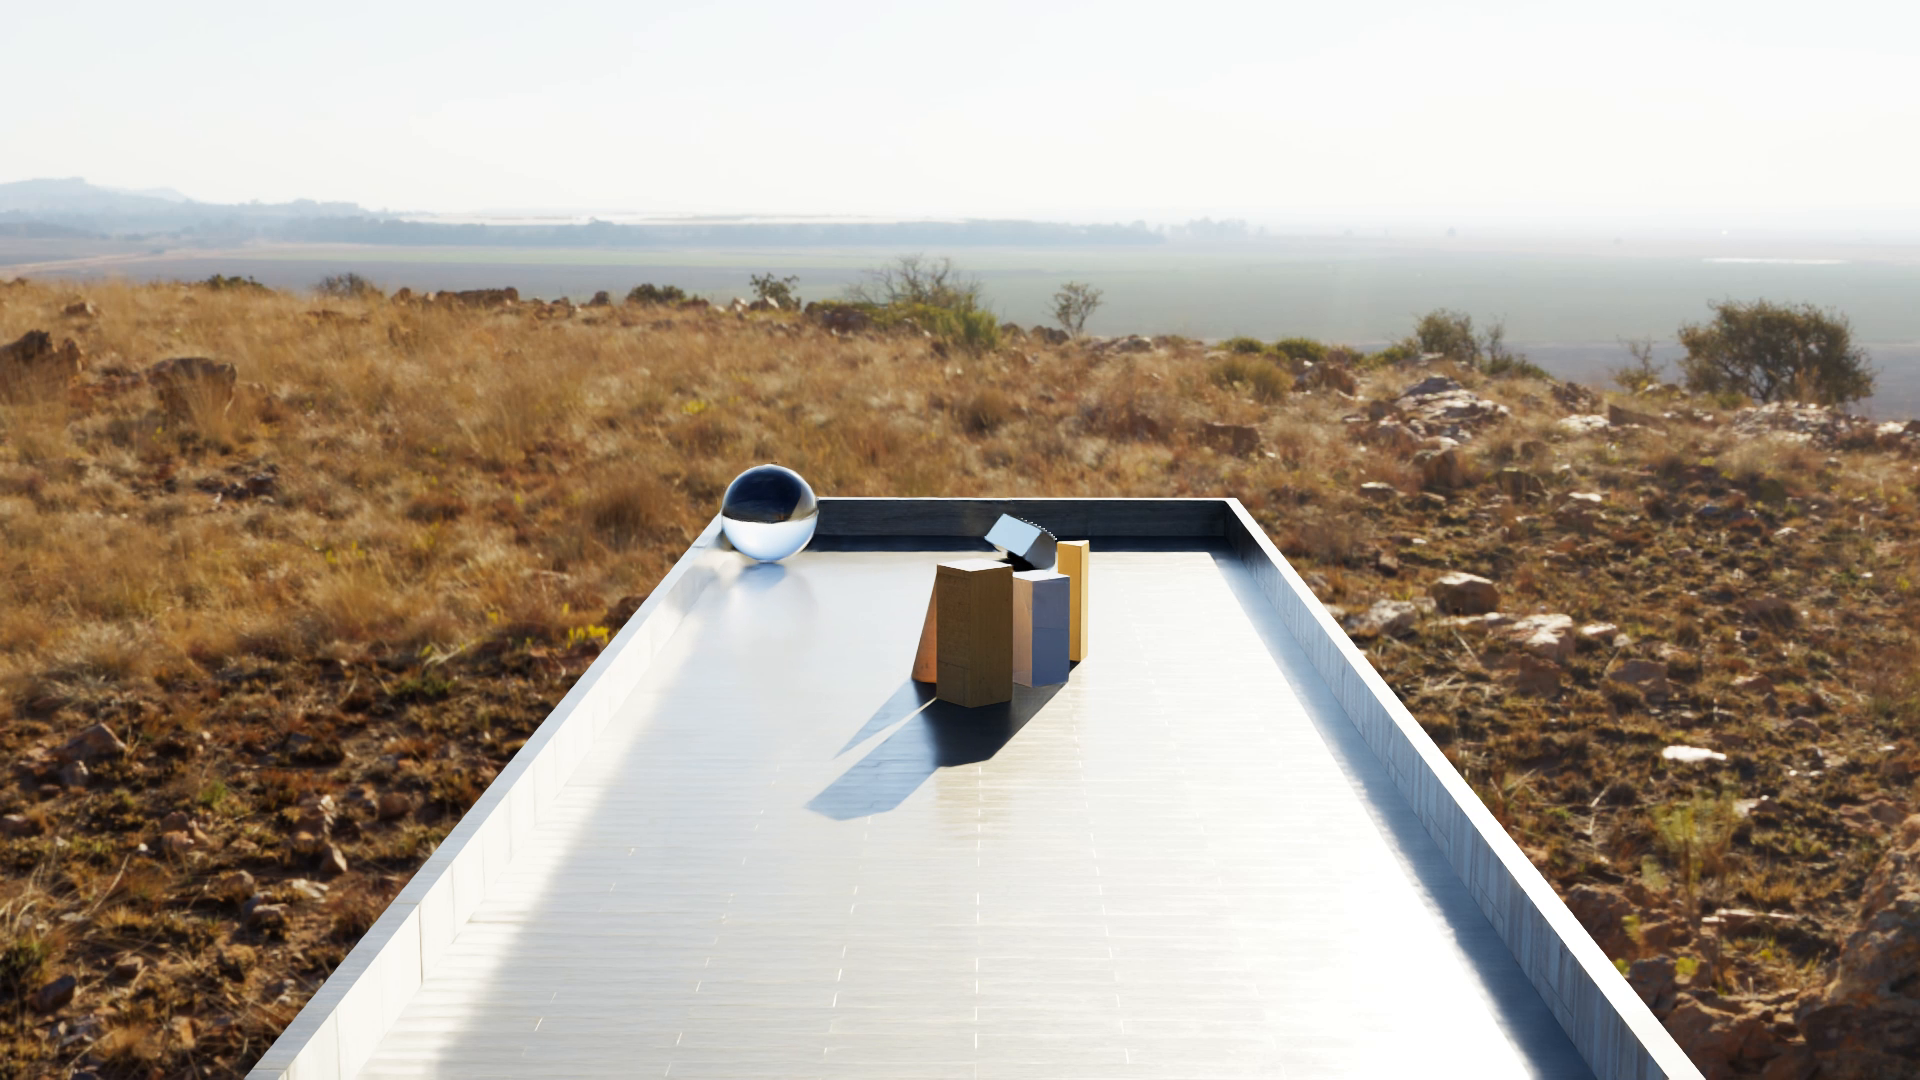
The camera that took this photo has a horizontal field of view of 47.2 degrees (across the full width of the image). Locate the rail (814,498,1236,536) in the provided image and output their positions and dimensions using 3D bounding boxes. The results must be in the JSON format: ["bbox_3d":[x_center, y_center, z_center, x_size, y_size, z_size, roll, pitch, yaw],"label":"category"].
[{"bbox_3d":[0.099,-0.098,9.147,2.100,0.150,0.050,0,9,1],"label":"rail"}]

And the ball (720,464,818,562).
[{"bbox_3d":[-0.729,-0.101,8.416,0.373,0.373,0.373,0,9,0],"label":"ball"}]

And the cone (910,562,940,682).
[{"bbox_3d":[-0.061,0.233,6.446,0.172,0.341,0.172,0,9,0],"label":"cone"}]

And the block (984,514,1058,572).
[{"bbox_3d":[0.244,0.015,8.364,0.122,0.122,0.445,38,-4,-19],"label":"block"}]

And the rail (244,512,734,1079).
[{"bbox_3d":[-1.004,0.839,3.234,0.050,0.150,12.000,0,9,1],"label":"rail"}]

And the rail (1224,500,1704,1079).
[{"bbox_3d":[1.046,0.843,3.208,0.050,0.150,12.000,0,9,1],"label":"rail"}]

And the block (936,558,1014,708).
[{"bbox_3d":[0.041,0.258,6.155,0.152,0.384,0.152,-7,11,-38],"label":"block"}]

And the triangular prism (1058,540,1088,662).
[{"bbox_3d":[0.361,0.183,6.715,0.085,0.356,0.098,-8,12,-43],"label":"triangular prism"}]

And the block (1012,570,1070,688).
[{"bbox_3d":[0.223,0.256,6.400,0.137,0.311,0.137,-6,11,-35],"label":"block"}]
